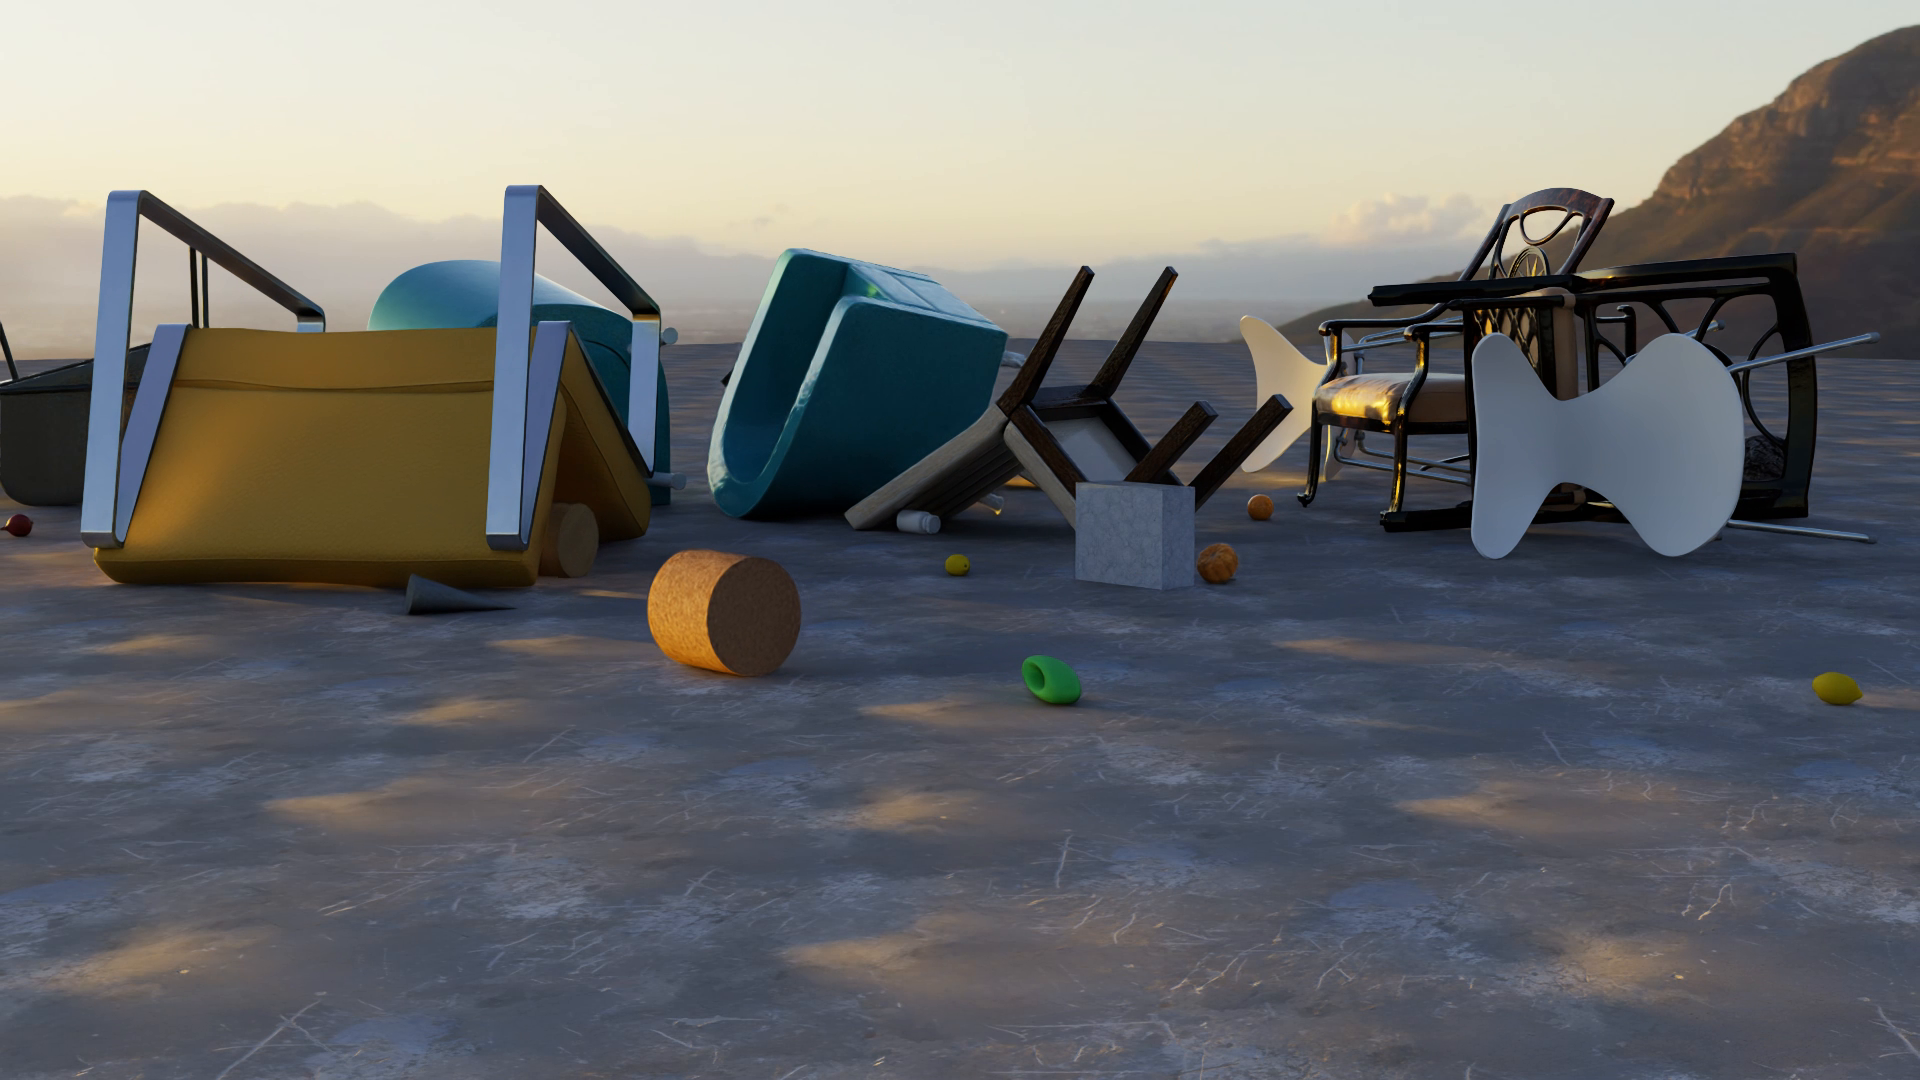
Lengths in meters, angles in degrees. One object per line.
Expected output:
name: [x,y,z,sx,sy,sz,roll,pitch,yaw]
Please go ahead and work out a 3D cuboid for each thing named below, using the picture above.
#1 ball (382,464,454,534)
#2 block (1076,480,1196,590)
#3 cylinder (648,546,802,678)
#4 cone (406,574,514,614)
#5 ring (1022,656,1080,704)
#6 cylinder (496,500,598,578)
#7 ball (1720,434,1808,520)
ball: [-1.384,-0.103,6.551,0.177,0.177,0.177,0,6,0]
block: [0.375,-0.014,5.517,0.102,0.211,0.255,-5,8,-43]
cylinder: [-0.393,0.119,4.283,0.189,0.199,0.177,-21,20,-33]
cone: [-0.976,0.121,5.055,0.215,0.078,0.115,9,2,-18]
ring: [0.142,0.218,4.001,0.057,0.062,0.180,10,10,-18]
cylinder: [-0.905,-0.002,5.631,0.156,0.162,0.172,2,31,23]
ball: [2.176,-0.170,6.945,0.230,0.230,0.230,0,6,0]
